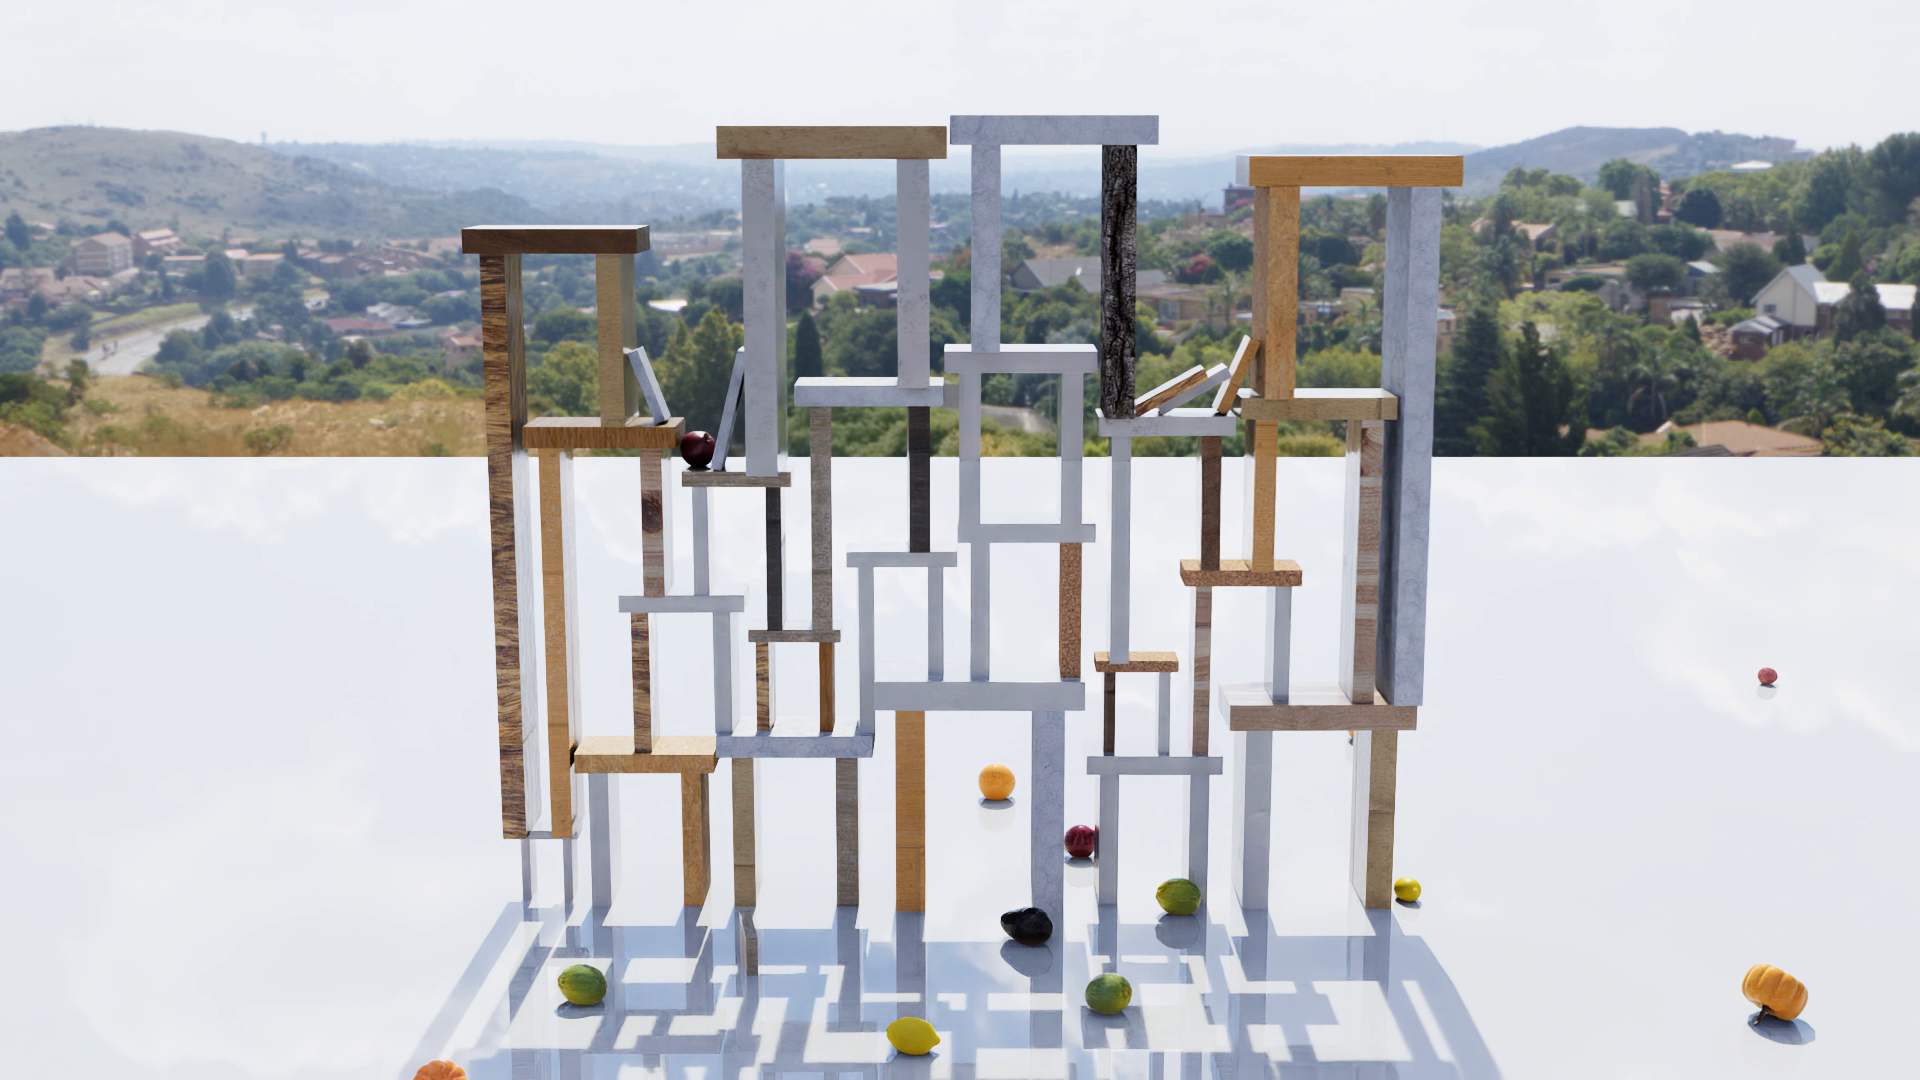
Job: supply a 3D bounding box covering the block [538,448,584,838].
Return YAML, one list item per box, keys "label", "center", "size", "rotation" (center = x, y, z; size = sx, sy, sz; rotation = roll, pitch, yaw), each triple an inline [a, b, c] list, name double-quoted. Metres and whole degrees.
- label: "block"
  center: [-0.649, 0.159, 3.585]
  size: [0.034, 0.641, 0.120]
  rotation: [0, 11, 0]

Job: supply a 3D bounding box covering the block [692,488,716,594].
- label: "block"
  center: [-0.415, -0.006, 3.560]
  size: [0.025, 0.175, 0.087]
  rotation: [0, 11, 0]

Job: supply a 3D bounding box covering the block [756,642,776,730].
- label: "block"
  center: [-0.318, 0.231, 3.612]
  size: [0.021, 0.149, 0.075]
  rotation: [1, 11, 4]

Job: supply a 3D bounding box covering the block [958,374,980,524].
- label: "block"
  center: [0.016, -0.155, 3.533]
  size: [0.034, 0.240, 0.120]
  rotation: [0, 11, 0]

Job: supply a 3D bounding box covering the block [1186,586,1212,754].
- label: "block"
  center: [0.392, 0.203, 3.601]
  size: [0.027, 0.280, 0.094]
  rotation: [0, 11, 0]

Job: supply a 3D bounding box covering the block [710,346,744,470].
- label: "block"
  center: [-0.366, -0.210, 3.514]
  size: [0.017, 0.195, 0.060]
  rotation: [14, 10, -2]

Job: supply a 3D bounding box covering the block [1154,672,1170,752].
- label: "block"
  center: [0.333, 0.275, 3.615]
  size: [0.019, 0.134, 0.067]
  rotation: [0, 11, 0]

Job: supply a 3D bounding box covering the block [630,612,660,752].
- label: "block"
  center: [-0.515, 0.222, 3.602]
  size: [0.029, 0.232, 0.101]
  rotation: [0, 11, 0]

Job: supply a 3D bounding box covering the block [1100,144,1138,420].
- label: "block"
  center: [0.251, -0.412, 3.488]
  size: [0.045, 0.423, 0.159]
  rotation: [0, 11, 0]

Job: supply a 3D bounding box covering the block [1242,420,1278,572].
- label: "block"
  center: [0.483, -0.080, 3.542]
  size: [0.035, 0.246, 0.123]
  rotation: [0, 11, 0]

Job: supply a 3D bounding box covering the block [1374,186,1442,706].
- label: "block"
  center: [0.715, -0.153, 3.532]
  size: [0.046, 0.823, 0.164]
  rotation: [-1, 11, -2]

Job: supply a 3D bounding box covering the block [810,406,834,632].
- label: "block"
  center: [-0.224, -0.042, 3.557]
  size: [0.033, 0.364, 0.117]
  rotation: [-1, 11, -3]

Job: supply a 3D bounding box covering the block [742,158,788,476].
- label: "block"
  center: [-0.309, -0.357, 3.490]
  size: [0.050, 0.491, 0.176]
  rotation: [0, 11, 1]

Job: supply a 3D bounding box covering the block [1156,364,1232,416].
- label: "block"
  center: [0.372, -0.241, 3.516]
  size: [0.126, 0.018, 0.063]
  rotation: [-29, 9, 5]

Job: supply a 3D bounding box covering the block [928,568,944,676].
- label: "block"
  center: [-0.039, 0.123, 3.584]
  size: [0.025, 0.178, 0.089]
  rotation: [0, 11, 0]

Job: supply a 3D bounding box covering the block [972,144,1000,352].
- label: "block"
  center: [0.040, -0.464, 3.479]
  size: [0.045, 0.319, 0.159]
  rotation: [0, 11, 0]

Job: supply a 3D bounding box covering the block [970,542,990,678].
- label: "block"
  center: [0.032, 0.103, 3.577]
  size: [0.031, 0.220, 0.110]
  rotation: [0, 11, 0]

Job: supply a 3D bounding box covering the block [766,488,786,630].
- label: "block"
  center: [-0.298, 0.023, 3.564]
  size: [0.025, 0.234, 0.087]
  rotation: [0, 11, 0]

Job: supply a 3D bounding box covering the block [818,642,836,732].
- label: "block"
  center: [-0.218, 0.232, 3.605]
  size: [0.021, 0.149, 0.075]
  rotation: [0, 11, 0]

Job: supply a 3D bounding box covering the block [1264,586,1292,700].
- label: "block"
  center: [0.519, 0.158, 3.593]
  size: [0.027, 0.188, 0.094]
  rotation: [0, 11, -1]

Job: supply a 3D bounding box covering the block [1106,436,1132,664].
- label: "block"
  center: [0.257, 0.008, 3.566]
  size: [0.031, 0.370, 0.108]
  rotation: [0, 11, 0]

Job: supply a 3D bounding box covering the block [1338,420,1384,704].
- label: "block"
  center: [0.649, 0.025, 3.563]
  size: [0.035, 0.460, 0.123]
  rotation: [0, 11, -1]

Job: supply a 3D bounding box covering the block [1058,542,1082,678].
- label: "block"
  center: [0.179, 0.103, 3.576]
  size: [0.031, 0.221, 0.110]
  rotation: [0, 11, 0]

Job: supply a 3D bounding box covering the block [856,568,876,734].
- label: "block"
  center: [-0.154, 0.171, 3.590]
  size: [0.025, 0.275, 0.089]
  rotation: [-1, 11, -5]

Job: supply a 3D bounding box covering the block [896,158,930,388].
- label: "block"
  center: [-0.074, -0.426, 3.483]
  size: [0.050, 0.352, 0.176]
  rotation: [0, 11, -1]

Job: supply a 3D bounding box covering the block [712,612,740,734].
- label: "block"
  center: [-0.382, 0.206, 3.604]
  size: [0.029, 0.202, 0.101]
  rotation: [0, 11, 2]

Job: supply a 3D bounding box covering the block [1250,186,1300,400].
- label: "block"
  center: [0.498, -0.396, 3.481]
  size: [0.046, 0.328, 0.164]
  rotation: [0, 11, 0]

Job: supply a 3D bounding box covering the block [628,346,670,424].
- label: "block"
  center: [-0.496, -0.247, 3.510]
  size: [0.017, 0.120, 0.060]
  rotation: [-20, 10, 4]

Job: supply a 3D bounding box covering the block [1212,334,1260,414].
- label: "block"
  center: [0.441, -0.264, 3.512]
  size: [0.018, 0.126, 0.063]
  rotation: [23, 9, -5]

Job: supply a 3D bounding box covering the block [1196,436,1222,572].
- label: "block"
  center: [0.401, -0.067, 3.550]
  size: [0.031, 0.217, 0.108]
  rotation: [0, 10, 2]

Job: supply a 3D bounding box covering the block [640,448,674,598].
- label: "block"
  center: [-0.488, -0.037, 3.545]
  size: [0.034, 0.240, 0.120]
  rotation: [0, 11, 0]

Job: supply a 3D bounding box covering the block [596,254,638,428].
- label: "block"
  center: [-0.544, -0.323, 3.497]
  size: [0.038, 0.271, 0.135]
  rotation: [0, 11, 1]

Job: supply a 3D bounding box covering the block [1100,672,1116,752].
- label: "block"
  center: [0.244, 0.275, 3.616]
  size: [0.019, 0.134, 0.067]
  rotation: [0, 11, 0]

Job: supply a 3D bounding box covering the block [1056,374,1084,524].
- label: "block"
  center: [0.176, -0.155, 3.533]
  size: [0.034, 0.240, 0.120]
  rotation: [0, 11, -1]

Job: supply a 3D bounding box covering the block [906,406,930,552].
- label: "block"
  center: [-0.067, -0.106, 3.548]
  size: [0.033, 0.235, 0.117]
  rotation: [-1, 11, -3]

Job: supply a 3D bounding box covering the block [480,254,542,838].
- label: "block"
  center: [-0.725, 0.009, 3.559]
  size: [0.038, 0.946, 0.135]
  rotation: [0, 11, 0]
